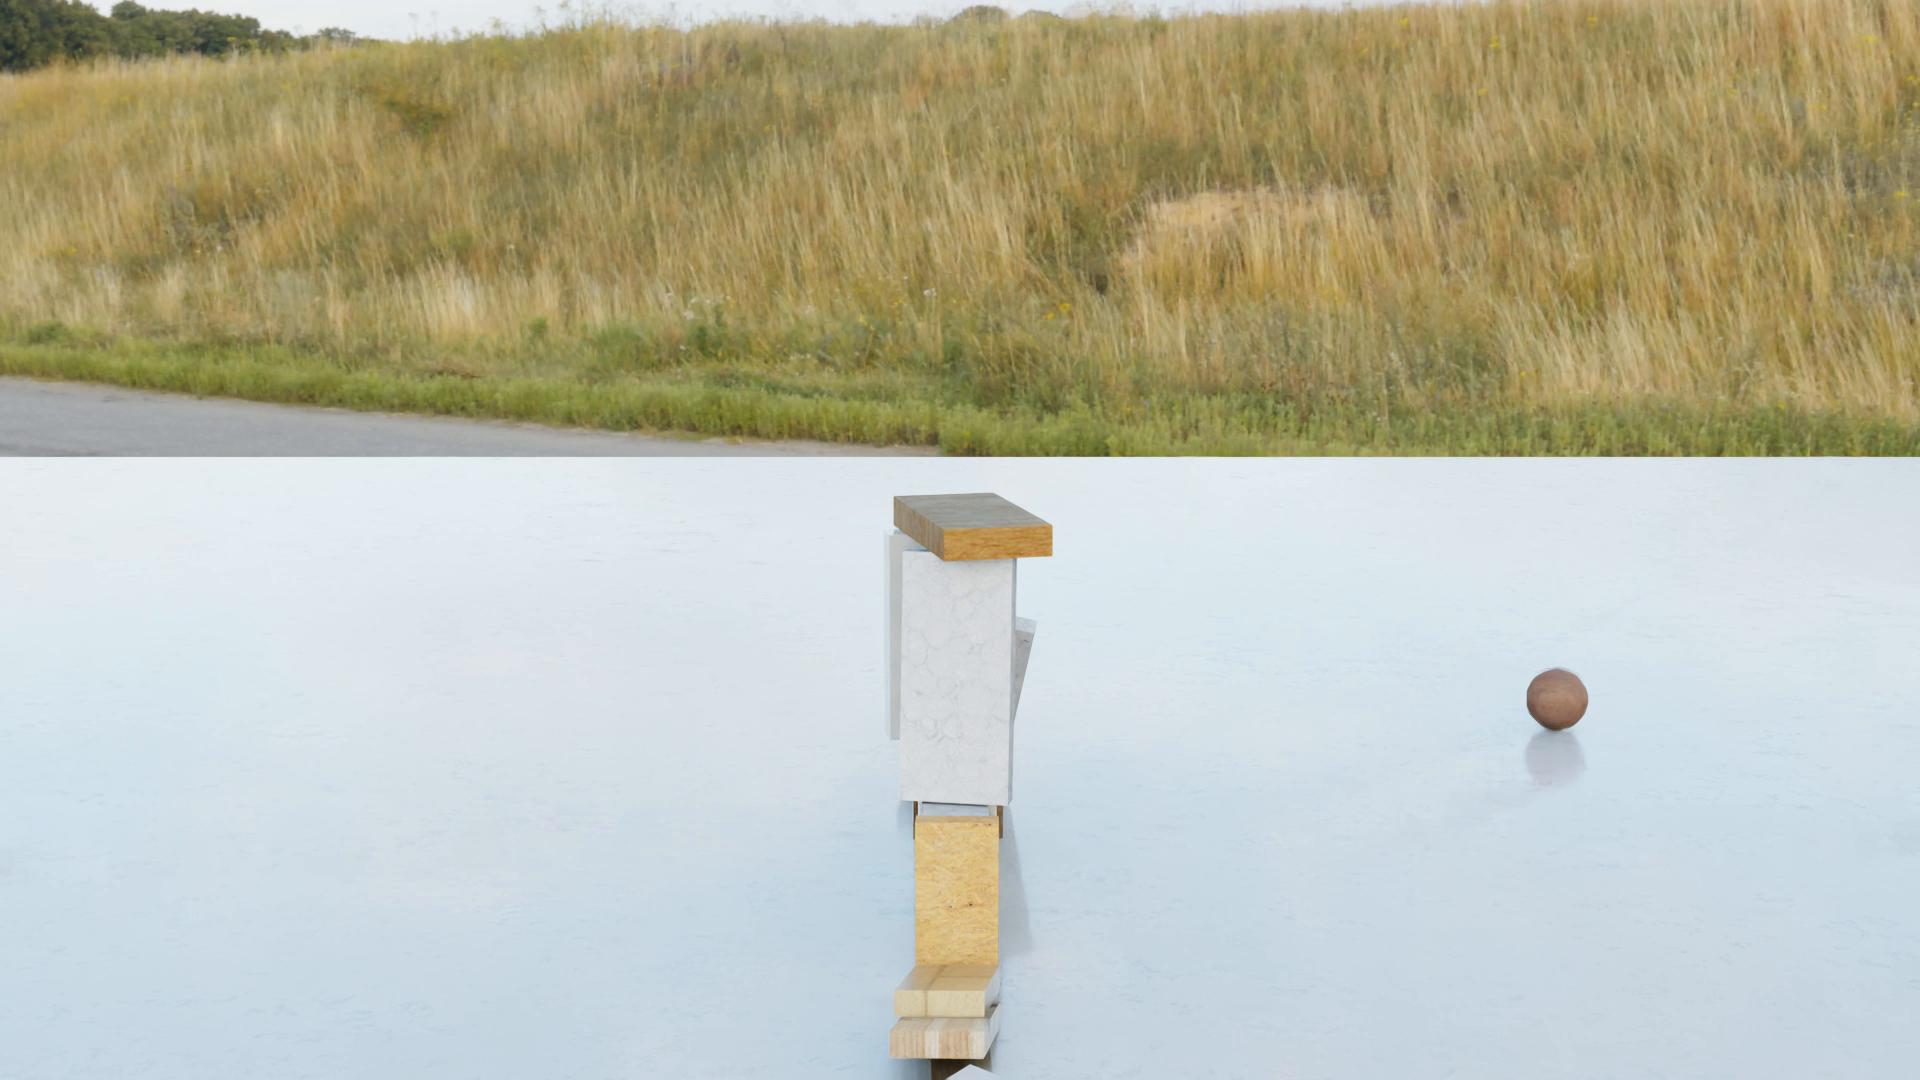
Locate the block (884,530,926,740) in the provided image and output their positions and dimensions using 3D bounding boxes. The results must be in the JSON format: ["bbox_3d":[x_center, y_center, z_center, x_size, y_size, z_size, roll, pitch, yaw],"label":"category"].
[{"bbox_3d":[-0.036,0.151,3.581,0.169,0.338,0.048,-2,11,-13],"label":"block"}]

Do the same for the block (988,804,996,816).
[{"bbox_3d":[-0.002,0.484,3.573,0.122,0.244,0.035,0,11,0],"label":"block"}]

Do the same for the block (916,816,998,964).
[{"bbox_3d":[-0.004,0.536,3.286,0.123,0.247,0.035,0,11,2],"label":"block"}]

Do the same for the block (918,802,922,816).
[{"bbox_3d":[-0.009,0.454,3.736,0.122,0.244,0.035,-1,10,-4],"label":"block"}]

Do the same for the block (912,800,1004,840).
[{"bbox_3d":[-0.004,0.375,3.943,0.161,0.322,0.046,-1,11,-3],"label":"block"}]

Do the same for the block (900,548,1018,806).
[{"bbox_3d":[-0.003,0.210,3.385,0.169,0.386,0.048,2,5,10],"label":"block"}]

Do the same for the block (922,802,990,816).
[{"bbox_3d":[-0.008,0.417,3.410,0.101,0.029,0.202,0,11,-1],"label":"block"}]

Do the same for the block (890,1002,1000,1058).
[{"bbox_3d":[-0.017,0.666,3.000,0.123,0.035,0.247,-1,-3,6],"label":"block"}]

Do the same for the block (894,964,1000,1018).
[{"bbox_3d":[-0.016,0.637,3.116,0.123,0.035,0.247,-1,-3,6],"label":"block"}]

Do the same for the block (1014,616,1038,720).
[{"bbox_3d":[0.049,0.268,4.257,0.147,0.293,0.042,13,34,3],"label":"block"}]

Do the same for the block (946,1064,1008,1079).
[{"bbox_3d":[0.093,0.735,2.690,0.298,0.042,0.149,14,16,32],"label":"block"}]

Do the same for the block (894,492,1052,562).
[{"bbox_3d":[0.015,-0.024,3.454,0.169,0.048,0.338,-2,10,-14],"label":"block"}]

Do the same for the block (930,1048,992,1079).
[{"bbox_3d":[0.002,0.711,2.952,0.081,0.023,0.163,0,11,-2],"label":"block"}]
